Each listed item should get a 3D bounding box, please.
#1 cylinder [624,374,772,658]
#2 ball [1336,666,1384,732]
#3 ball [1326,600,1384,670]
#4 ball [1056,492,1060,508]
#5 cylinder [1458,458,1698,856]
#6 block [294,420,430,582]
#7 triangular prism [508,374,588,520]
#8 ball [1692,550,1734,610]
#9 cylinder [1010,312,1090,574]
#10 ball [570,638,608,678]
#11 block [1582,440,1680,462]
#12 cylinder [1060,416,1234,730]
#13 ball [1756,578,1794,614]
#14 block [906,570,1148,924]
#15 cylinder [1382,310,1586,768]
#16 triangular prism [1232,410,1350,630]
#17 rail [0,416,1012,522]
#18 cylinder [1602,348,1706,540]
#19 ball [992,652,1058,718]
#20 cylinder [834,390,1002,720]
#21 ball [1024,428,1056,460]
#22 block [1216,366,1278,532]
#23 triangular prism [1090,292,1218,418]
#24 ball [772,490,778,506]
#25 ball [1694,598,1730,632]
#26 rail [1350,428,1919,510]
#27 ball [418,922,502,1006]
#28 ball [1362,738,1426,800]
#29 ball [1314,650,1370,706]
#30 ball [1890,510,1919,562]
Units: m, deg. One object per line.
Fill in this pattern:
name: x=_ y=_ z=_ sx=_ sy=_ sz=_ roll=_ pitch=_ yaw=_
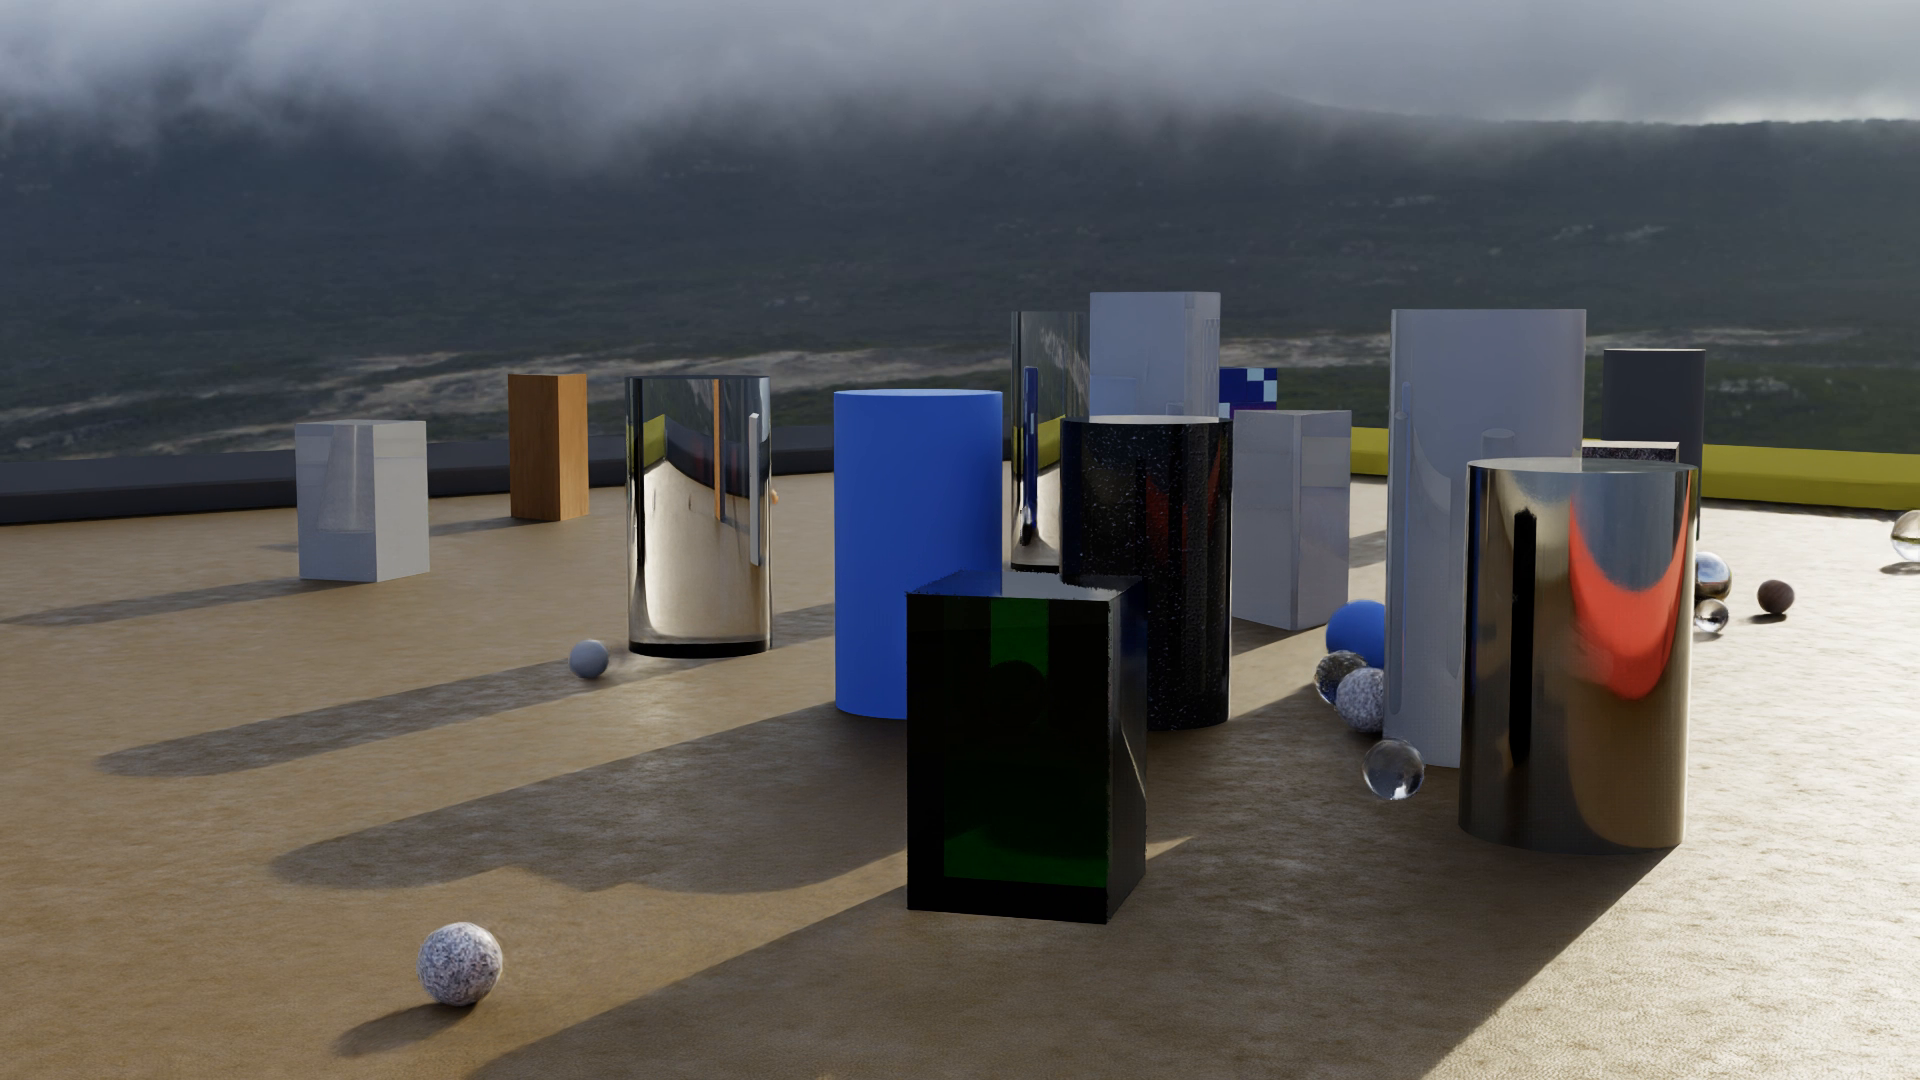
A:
cylinder: x=-0.340 y=-0.035 z=2.870 sx=0.188 sy=0.354 sz=0.188 roll=0 pitch=6 yaw=0
ball: x=0.429 y=0.168 z=2.308 sx=0.069 sy=0.069 sz=0.069 roll=0 pitch=6 yaw=0
ball: x=0.488 y=0.120 z=2.644 sx=0.094 sy=0.094 sz=0.094 roll=0 pitch=6 yaw=0
ball: x=0.238 y=-0.087 z=4.769 sx=0.058 sy=0.058 sz=0.058 roll=0 pitch=6 yaw=0
cylinder: x=0.524 y=0.092 z=1.870 sx=0.188 sy=0.312 sz=0.188 roll=0 pitch=6 yaw=0
block: x=-0.992 y=-0.068 z=3.655 sx=0.150 sy=0.255 sz=0.150 roll=2 pitch=6 yaw=20
triangular prism: x=-0.852 y=-0.202 z=4.688 sx=0.163 sy=0.303 sz=0.141 roll=5 pitch=8 yaw=42
ball: x=1.092 y=0.060 z=3.238 sx=0.088 sy=0.088 sz=0.088 roll=0 pitch=6 yaw=0
cylinder: x=0.181 y=-0.170 z=3.749 sx=0.188 sy=0.437 sz=0.188 roll=0 pitch=6 yaw=0
ball: x=-0.447 y=0.143 z=2.653 sx=0.047 sy=0.047 sz=0.047 roll=0 pitch=6 yaw=0
block: x=0.945 y=-0.012 z=3.152 sx=0.150 sy=0.250 sz=0.150 roll=2 pitch=6 yaw=20
cylinder: x=0.202 y=0.031 z=2.395 sx=0.188 sy=0.324 sz=0.188 roll=0 pitch=6 yaw=0
ball: x=1.188 y=0.082 z=3.203 sx=0.052 sy=0.052 sz=0.052 roll=0 pitch=6 yaw=0
block: x=0.054 y=0.151 z=1.671 sx=0.150 sy=0.236 sz=0.150 roll=2 pitch=6 yaw=16
cylinder: x=0.521 y=-0.008 z=2.195 sx=0.188 sy=0.442 sz=0.188 roll=0 pitch=6 yaw=0
triangular prism: x=0.452 y=-0.034 z=3.130 sx=0.141 sy=0.298 sz=0.163 roll=4 pitch=7 yaw=36
rail: x=-1.509 y=-0.140 z=4.958 sx=5.100 sy=0.122 sz=0.045 roll=-6 pitch=8 yaw=-42
cylinder: x=1.335 y=-0.185 z=4.245 sx=0.188 sy=0.363 sz=0.188 roll=0 pitch=6 yaw=0
ball: x=0.070 y=0.158 z=2.386 sx=0.072 sy=0.072 sz=0.072 roll=0 pitch=6 yaw=0
cylinder: x=-0.046 y=0.010 z=2.460 sx=0.188 sy=0.351 sz=0.188 roll=0 pitch=6 yaw=0
ball: x=0.237 y=-0.284 z=6.471 sx=0.092 sy=0.092 sz=0.092 roll=0 pitch=6 yaw=0
block: x=0.528 y=-0.183 z=4.418 sx=0.150 sy=0.324 sz=0.150 roll=-4 pitch=7 yaw=-30
triangular prism: x=0.265 y=-0.070 z=2.685 sx=0.141 sy=0.462 sz=0.163 roll=-5 pitch=8 yaw=-42
ball: x=-0.427 y=-0.093 z=4.903 sx=0.041 sy=0.041 sz=0.041 roll=0 pitch=6 yaw=0
ball: x=1.031 y=0.104 z=3.019 sx=0.047 sy=0.047 sz=0.047 roll=0 pitch=6 yaw=0
rail: x=1.857 y=-0.148 z=5.036 sx=0.045 sy=0.122 sz=4.497 roll=-6 pitch=8 yaw=-42
ball: x=-0.320 y=0.271 z=1.408 sx=0.053 sy=0.053 sz=0.053 roll=0 pitch=6 yaw=0
ball: x=0.394 y=0.208 z=1.994 sx=0.056 sy=0.056 sz=0.056 roll=0 pitch=6 yaw=0
ball: x=0.429 y=0.155 z=2.456 sx=0.064 sy=0.064 sz=0.064 roll=0 pitch=6 yaw=0
ball: x=1.677 y=-0.007 z=3.842 sx=0.093 sy=0.093 sz=0.093 roll=0 pitch=6 yaw=0
